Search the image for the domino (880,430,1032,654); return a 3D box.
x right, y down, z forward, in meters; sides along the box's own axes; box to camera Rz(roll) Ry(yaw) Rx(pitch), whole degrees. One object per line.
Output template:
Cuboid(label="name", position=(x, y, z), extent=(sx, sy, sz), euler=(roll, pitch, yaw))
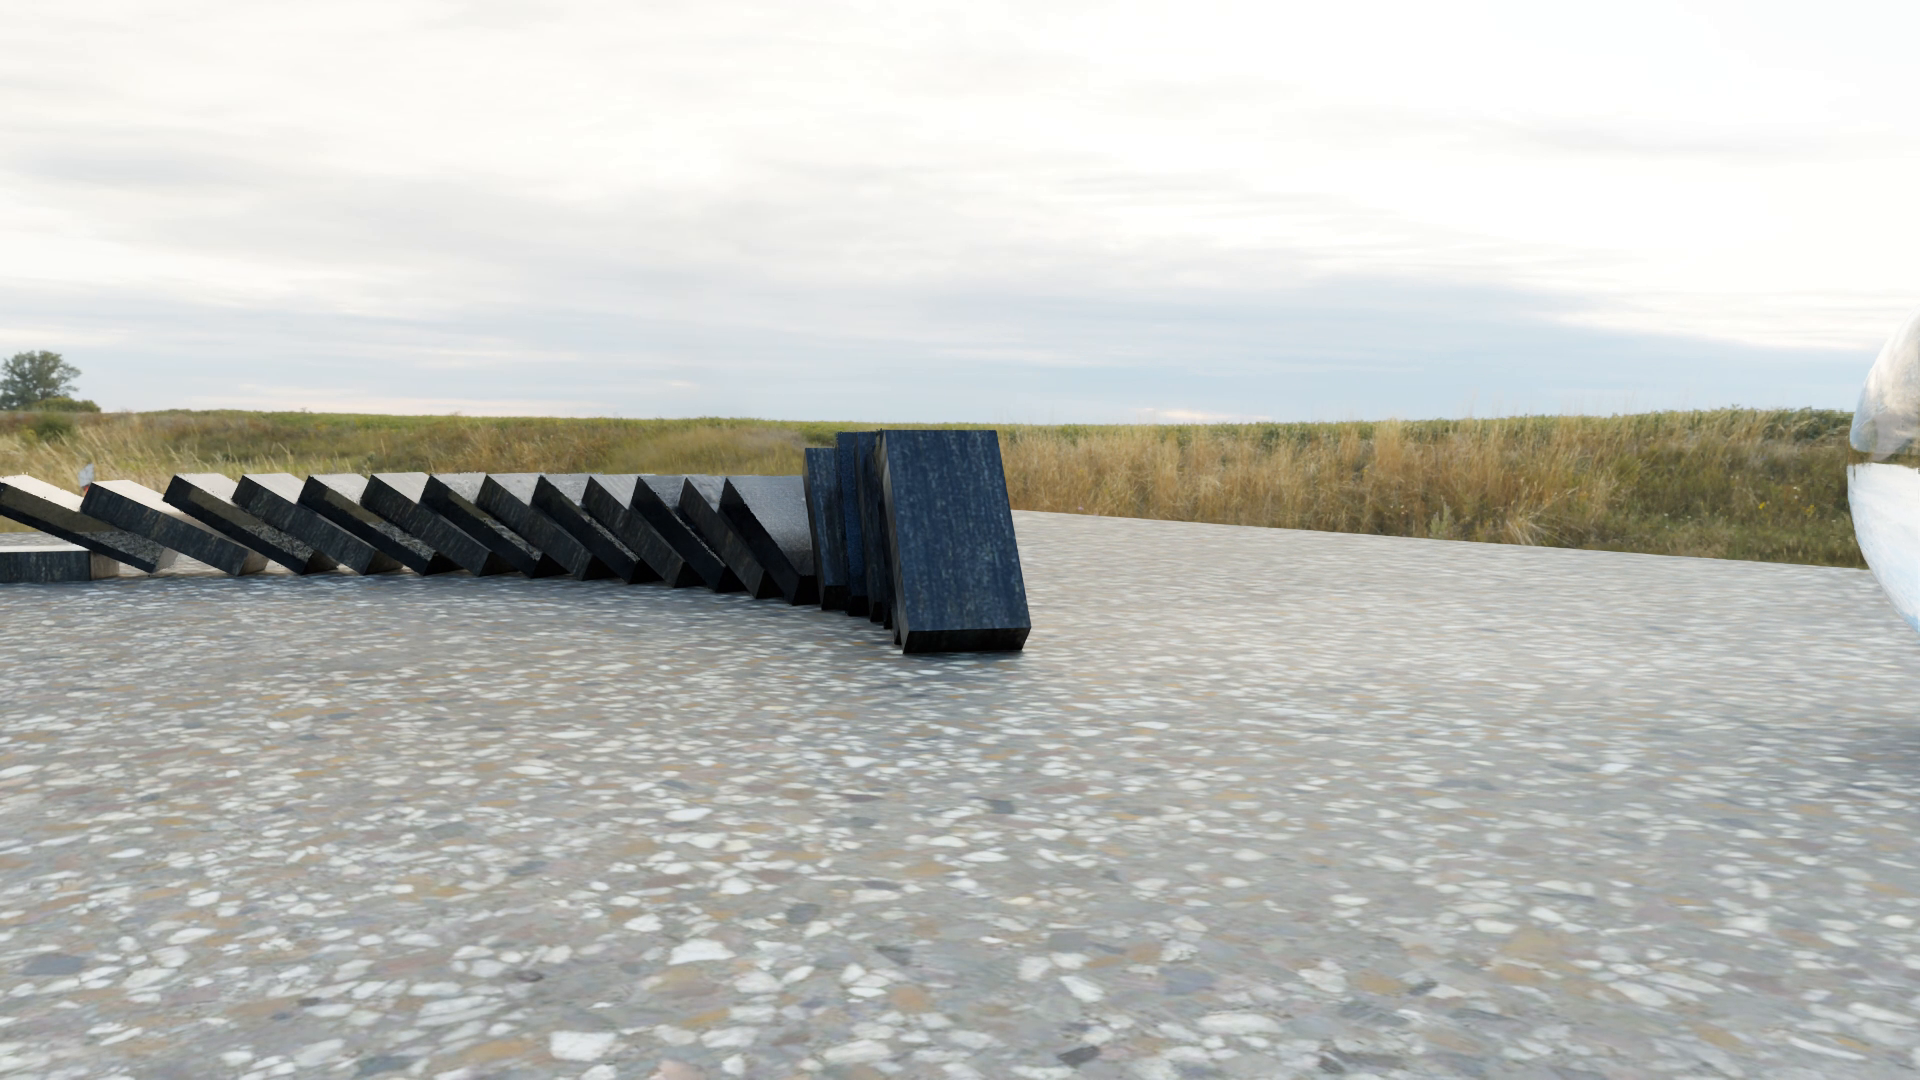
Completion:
Cuboid(label="domino", position=(-0.002, -0.001, 0.272), extent=(0.025, 0.050, 0.009), euler=(-1, -33, -12))

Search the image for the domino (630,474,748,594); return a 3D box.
Cuboid(label="domino", position=(-0.075, -0.003, 0.387), extent=(0.025, 0.009, 0.050), euler=(-5, 36, -46))

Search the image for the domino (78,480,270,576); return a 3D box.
Cuboid(label="domino", position=(-0.254, -0.004, 0.418), extent=(0.050, 0.010, 0.025), euler=(26, -1, -11))

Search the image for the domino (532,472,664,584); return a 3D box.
Cuboid(label="domino", position=(-0.110, -0.004, 0.408), extent=(0.050, 0.009, 0.025), euler=(36, 21, 25))

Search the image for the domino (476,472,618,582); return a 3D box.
Cuboid(label="domino", position=(-0.129, -0.005, 0.416), extent=(0.050, 0.009, 0.025), euler=(33, 17, 20))

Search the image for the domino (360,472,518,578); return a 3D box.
Cuboid(label="domino", position=(-0.169, -0.006, 0.426), extent=(0.050, 0.010, 0.025), euler=(31, 11, 11))

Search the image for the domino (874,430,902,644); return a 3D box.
Cuboid(label="domino", position=(-0.004, -0.001, 0.284), extent=(0.025, 0.050, 0.010), euler=(-1, -33, -12))

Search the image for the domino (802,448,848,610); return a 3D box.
Cuboid(label="domino", position=(-0.027, -0.004, 0.344), extent=(0.025, 0.009, 0.050), euler=(-1, 48, -15))

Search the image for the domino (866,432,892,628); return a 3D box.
Cuboid(label="domino", position=(-0.008, -0.003, 0.307), extent=(0.025, 0.050, 0.009), euler=(-1, -33, -12))

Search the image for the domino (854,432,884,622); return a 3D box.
Cuboid(label="domino", position=(-0.012, -0.004, 0.319), extent=(0.025, 0.050, 0.009), euler=(-1, -33, -12))

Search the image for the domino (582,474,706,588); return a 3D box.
Cuboid(label="domino", position=(-0.092, -0.004, 0.398), extent=(0.050, 0.009, 0.025), euler=(37, 25, 30))

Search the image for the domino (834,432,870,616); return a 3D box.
Cuboid(label="domino", position=(-0.018, -0.005, 0.330), extent=(0.025, 0.050, 0.009), euler=(-1, -33, -12))

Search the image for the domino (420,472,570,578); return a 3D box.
Cuboid(label="domino", position=(-0.149, -0.005, 0.422), extent=(0.050, 0.010, 0.025), euler=(32, 14, 16))

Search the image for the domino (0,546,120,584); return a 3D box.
Cuboid(label="domino", position=(-0.298, 0.008, 0.404), extent=(0.050, 0.010, 0.025), euler=(-1, 4, -15))

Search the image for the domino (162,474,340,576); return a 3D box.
Cuboid(label="domino", position=(-0.232, -0.006, 0.425), extent=(0.050, 0.009, 0.025), euler=(29, 3, -2))

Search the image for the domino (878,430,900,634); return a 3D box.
Cuboid(label="domino", position=(-0.004, -0.003, 0.296), extent=(0.025, 0.050, 0.010), euler=(0, -33, -11))

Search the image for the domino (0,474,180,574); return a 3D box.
Cuboid(label="domino", position=(-0.278, -0.005, 0.409), extent=(0.050, 0.009, 0.025), euler=(26, -3, -18))

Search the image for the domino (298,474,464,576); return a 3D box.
Cuboid(label="domino", position=(-0.190, -0.006, 0.427), extent=(0.050, 0.010, 0.025), euler=(30, 8, 6))

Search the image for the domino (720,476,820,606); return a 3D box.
Cuboid(label="domino", position=(-0.045, -0.001, 0.359), extent=(0.025, 0.009, 0.050), euler=(-3, 35, -36))

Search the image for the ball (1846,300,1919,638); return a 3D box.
Cuboid(label="ball", position=(0.171, -0.011, 0.177), extent=(0.080, 0.080, 0.080), euler=(0, 4, 0))

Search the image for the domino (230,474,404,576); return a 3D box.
Cuboid(label="domino", position=(-0.211, -0.006, 0.427), extent=(0.050, 0.010, 0.025), euler=(29, 6, 2))

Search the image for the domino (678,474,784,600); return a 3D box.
Cuboid(label="domino", position=(-0.059, -0.002, 0.373), extent=(0.025, 0.010, 0.050), euler=(-4, 35, -40))
